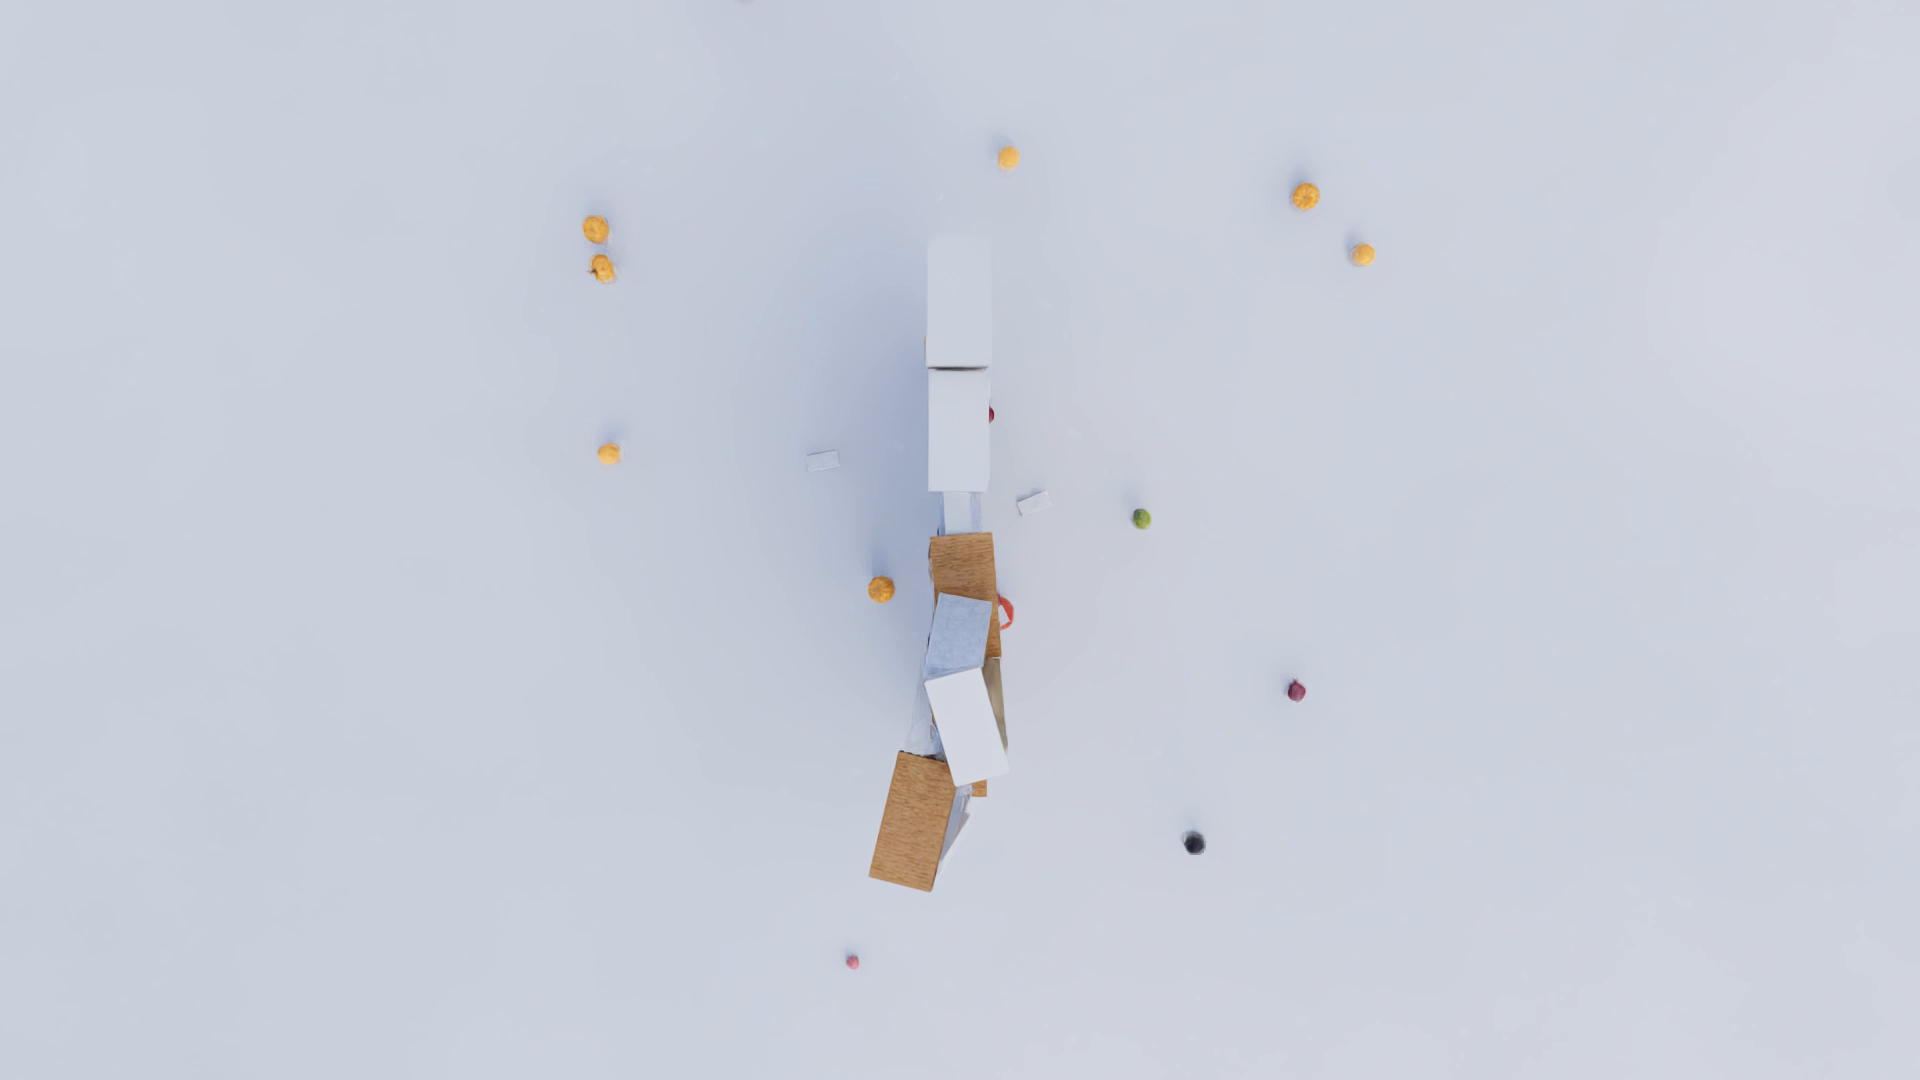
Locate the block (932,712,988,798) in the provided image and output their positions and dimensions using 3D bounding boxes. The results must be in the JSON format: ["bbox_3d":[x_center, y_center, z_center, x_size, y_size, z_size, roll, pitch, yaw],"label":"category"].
[{"bbox_3d":[-0.001,0.611,4.943,0.157,0.045,0.315,-1,90,0],"label":"block"}]

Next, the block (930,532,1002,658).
[{"bbox_3d":[0.016,0.152,4.418,0.167,0.047,0.334,-4,90,0],"label":"block"}]

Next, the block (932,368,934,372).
[{"bbox_3d":[-0.001,-0.435,5.142,0.167,0.047,0.334,0,90,0],"label":"block"}]

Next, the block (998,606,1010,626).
[{"bbox_3d":[0.085,0.234,4.771,0.106,0.015,0.053,-26,90,0],"label":"block"}]

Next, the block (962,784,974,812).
[{"bbox_3d":[-0.022,0.767,4.828,0.091,0.182,0.026,12,118,8],"label":"block"}]

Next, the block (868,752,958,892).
[{"bbox_3d":[-0.114,0.721,4.227,0.163,0.046,0.327,13,84,8],"label":"block"}]

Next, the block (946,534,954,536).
[{"bbox_3d":[-0.004,-0.019,4.501,0.070,0.140,0.020,0,80,0],"label":"block"}]

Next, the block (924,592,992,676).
[{"bbox_3d":[-0.003,0.255,4.269,0.144,0.288,0.041,11,128,0],"label":"block"}]

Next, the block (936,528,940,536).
[{"bbox_3d":[-0.003,0.105,5.199,0.140,0.040,0.281,1,90,0],"label":"block"}]

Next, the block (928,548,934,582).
[{"bbox_3d":[-0.002,0.077,4.613,0.167,0.334,0.047,9,78,2],"label":"block"}]

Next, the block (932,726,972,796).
[{"bbox_3d":[-0.023,0.616,4.608,0.097,0.028,0.194,-4,73,3],"label":"block"}]

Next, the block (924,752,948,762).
[{"bbox_3d":[-0.047,0.599,4.425,0.163,0.327,0.046,-9,81,5],"label":"block"}]

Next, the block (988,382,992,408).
[{"bbox_3d":[0.003,-0.376,4.349,0.151,0.301,0.043,-3,90,0],"label":"block"}]

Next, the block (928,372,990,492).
[{"bbox_3d":[-0.003,-0.274,4.177,0.151,0.043,0.302,0,90,0],"label":"block"}]

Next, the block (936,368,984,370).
[{"bbox_3d":[0.000,-0.513,4.639,0.141,0.283,0.040,1,90,0],"label":"block"}]

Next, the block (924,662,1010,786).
[{"bbox_3d":[0.019,0.466,4.151,0.144,0.041,0.288,-15,102,4],"label":"block"}]

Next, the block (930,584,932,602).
[{"bbox_3d":[0.001,0.155,5.004,0.176,0.351,0.050,0,90,0],"label":"block"}]

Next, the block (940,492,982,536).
[{"bbox_3d":[0.002,-0.095,4.589,0.118,0.033,0.236,1,90,0],"label":"block"}]

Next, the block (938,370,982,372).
[{"bbox_3d":[-0.001,-0.341,4.518,0.123,0.035,0.246,0,90,0],"label":"block"}]

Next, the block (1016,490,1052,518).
[{"bbox_3d":[0.249,-0.120,5.492,0.106,0.015,0.053,-23,90,0],"label":"block"}]

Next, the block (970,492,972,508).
[{"bbox_3d":[-0.004,-0.112,4.502,0.070,0.140,0.020,0,79,0],"label":"block"}]

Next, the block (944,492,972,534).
[{"bbox_3d":[-0.007,-0.085,4.421,0.070,0.020,0.140,-3,90,0],"label":"block"}]

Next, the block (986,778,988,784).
[{"bbox_3d":[0.003,0.719,5.233,0.158,0.535,0.045,0,90,0],"label":"block"}]

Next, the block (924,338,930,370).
[{"bbox_3d":[-0.008,-0.486,4.296,0.162,0.324,0.046,-1,90,0],"label":"block"}]

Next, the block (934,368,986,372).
[{"bbox_3d":[0.000,-0.514,4.802,0.148,0.042,0.296,0,90,0],"label":"block"}]

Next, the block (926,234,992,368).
[{"bbox_3d":[-0.004,-0.595,4.111,0.162,0.046,0.324,0,90,0],"label":"block"}]

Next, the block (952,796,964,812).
[{"bbox_3d":[-0.037,0.747,4.726,0.091,0.026,0.182,11,96,8],"label":"block"}]

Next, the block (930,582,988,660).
[{"bbox_3d":[0.003,0.275,4.804,0.176,0.050,0.351,0,90,0],"label":"block"}]

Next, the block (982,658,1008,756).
[{"bbox_3d":[0.042,0.442,4.319,0.144,0.041,0.288,-1,50,-5],"label":"block"}]

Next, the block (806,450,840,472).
[{"bbox_3d":[-0.458,-0.262,5.492,0.106,0.015,0.053,-11,90,0],"label":"block"}]

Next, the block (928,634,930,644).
[{"bbox_3d":[-0.004,0.293,4.610,0.167,0.334,0.047,2,85,0],"label":"block"}]

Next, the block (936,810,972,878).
[{"bbox_3d":[-0.090,0.808,4.480,0.163,0.483,0.046,12,97,8],"label":"block"}]
